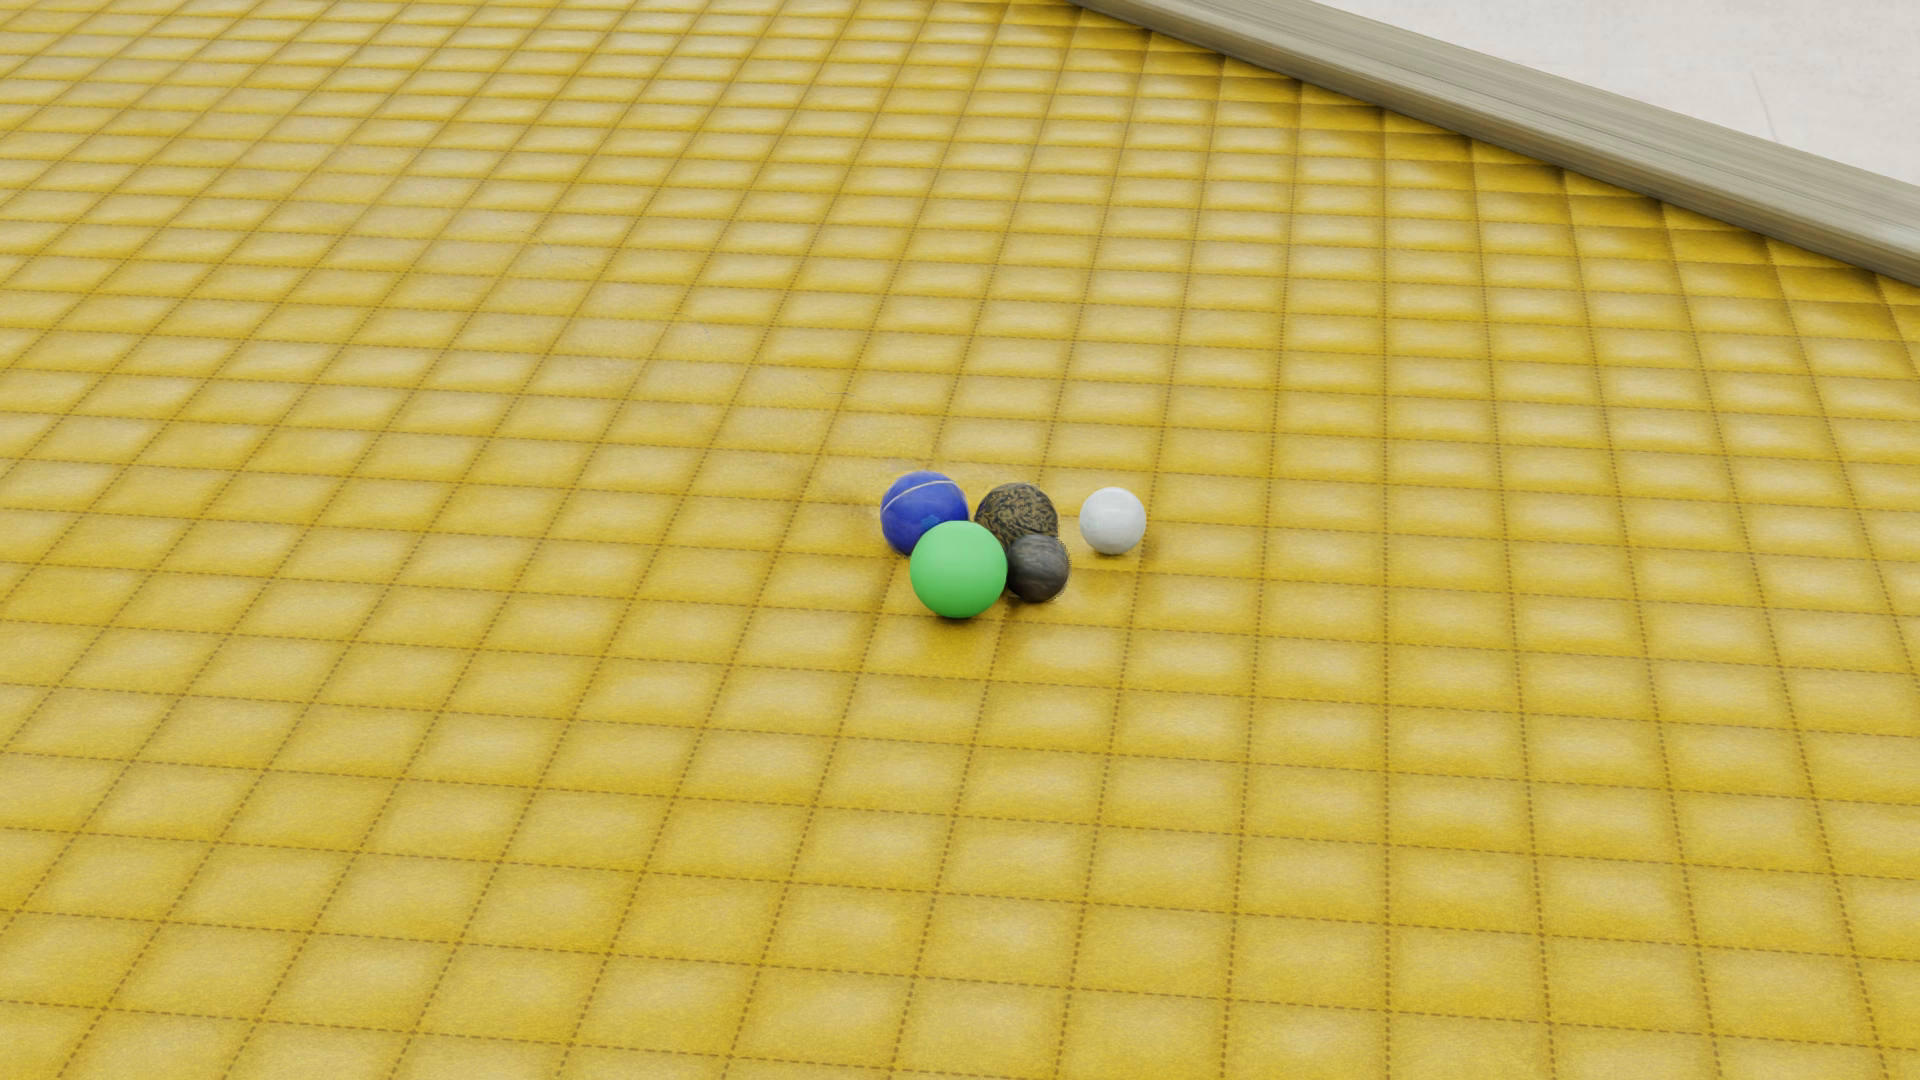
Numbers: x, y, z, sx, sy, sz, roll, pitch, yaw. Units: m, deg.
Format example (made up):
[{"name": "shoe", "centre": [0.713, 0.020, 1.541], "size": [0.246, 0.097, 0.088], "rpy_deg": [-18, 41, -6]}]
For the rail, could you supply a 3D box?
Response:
[{"name": "rail", "centre": [0.173, -0.642, 3.403], "size": [0.045, 0.089, 4.150], "rpy_deg": [-19, 31, -33]}]

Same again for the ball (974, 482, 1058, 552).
[{"name": "ball", "centre": [0.041, -0.011, 2.127], "size": [0.061, 0.061, 0.061], "rpy_deg": [0, 26, 0]}]

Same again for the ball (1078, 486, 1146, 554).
[{"name": "ball", "centre": [0.111, -0.014, 2.147], "size": [0.050, 0.050, 0.050], "rpy_deg": [0, 26, 0]}]

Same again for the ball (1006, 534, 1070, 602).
[{"name": "ball", "centre": [0.054, 0.020, 2.079], "size": [0.048, 0.048, 0.048], "rpy_deg": [0, 26, 0]}]

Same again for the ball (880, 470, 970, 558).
[{"name": "ball", "centre": [-0.026, -0.018, 2.137], "size": [0.065, 0.065, 0.065], "rpy_deg": [0, 26, 0]}]

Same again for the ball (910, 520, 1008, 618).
[{"name": "ball", "centre": [-0.001, 0.020, 2.053], "size": [0.069, 0.069, 0.069], "rpy_deg": [0, 26, 0]}]
